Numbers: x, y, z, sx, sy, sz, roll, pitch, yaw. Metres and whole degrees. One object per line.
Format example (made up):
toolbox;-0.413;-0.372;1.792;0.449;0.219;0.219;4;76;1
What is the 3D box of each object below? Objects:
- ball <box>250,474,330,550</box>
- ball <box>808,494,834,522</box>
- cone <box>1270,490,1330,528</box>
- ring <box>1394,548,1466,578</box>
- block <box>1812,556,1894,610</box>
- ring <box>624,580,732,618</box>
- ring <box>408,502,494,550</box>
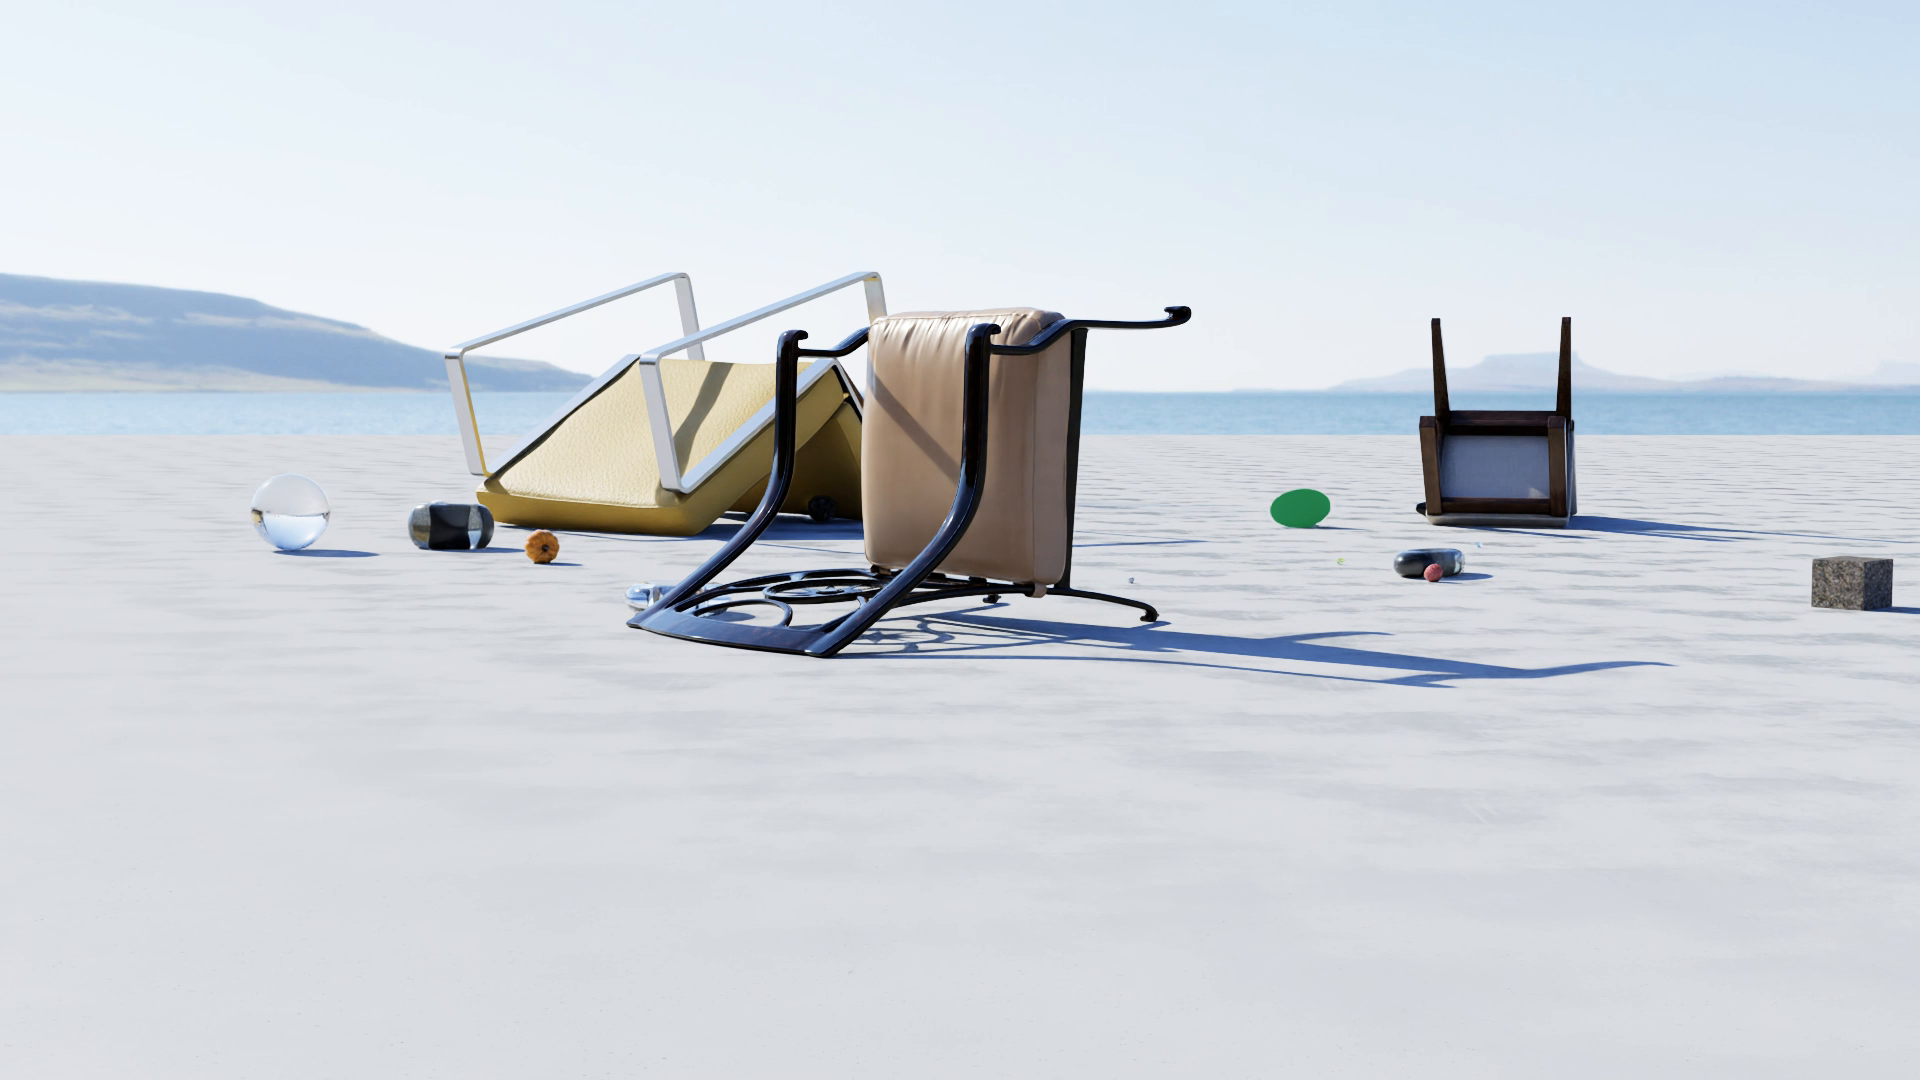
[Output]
ball;-1.863;-0.078;6.120;0.213;0.213;0.213;0;4;0
ball;-0.471;-0.109;7.452;0.093;0.093;0.093;0;4;0
cone;1.120;-0.077;7.208;0.197;0.131;0.174;-8;-19;9
ring;1.133;0.054;5.307;0.144;0.062;0.270;1;3;36
block;1.839;0.088;4.533;0.132;0.099;0.109;-4;5;-43
ring;-0.561;0.117;4.383;0.213;0.064;0.225;0;3;-17
ring;-1.439;-0.039;6.217;0.244;0.127;0.186;1;2;4
